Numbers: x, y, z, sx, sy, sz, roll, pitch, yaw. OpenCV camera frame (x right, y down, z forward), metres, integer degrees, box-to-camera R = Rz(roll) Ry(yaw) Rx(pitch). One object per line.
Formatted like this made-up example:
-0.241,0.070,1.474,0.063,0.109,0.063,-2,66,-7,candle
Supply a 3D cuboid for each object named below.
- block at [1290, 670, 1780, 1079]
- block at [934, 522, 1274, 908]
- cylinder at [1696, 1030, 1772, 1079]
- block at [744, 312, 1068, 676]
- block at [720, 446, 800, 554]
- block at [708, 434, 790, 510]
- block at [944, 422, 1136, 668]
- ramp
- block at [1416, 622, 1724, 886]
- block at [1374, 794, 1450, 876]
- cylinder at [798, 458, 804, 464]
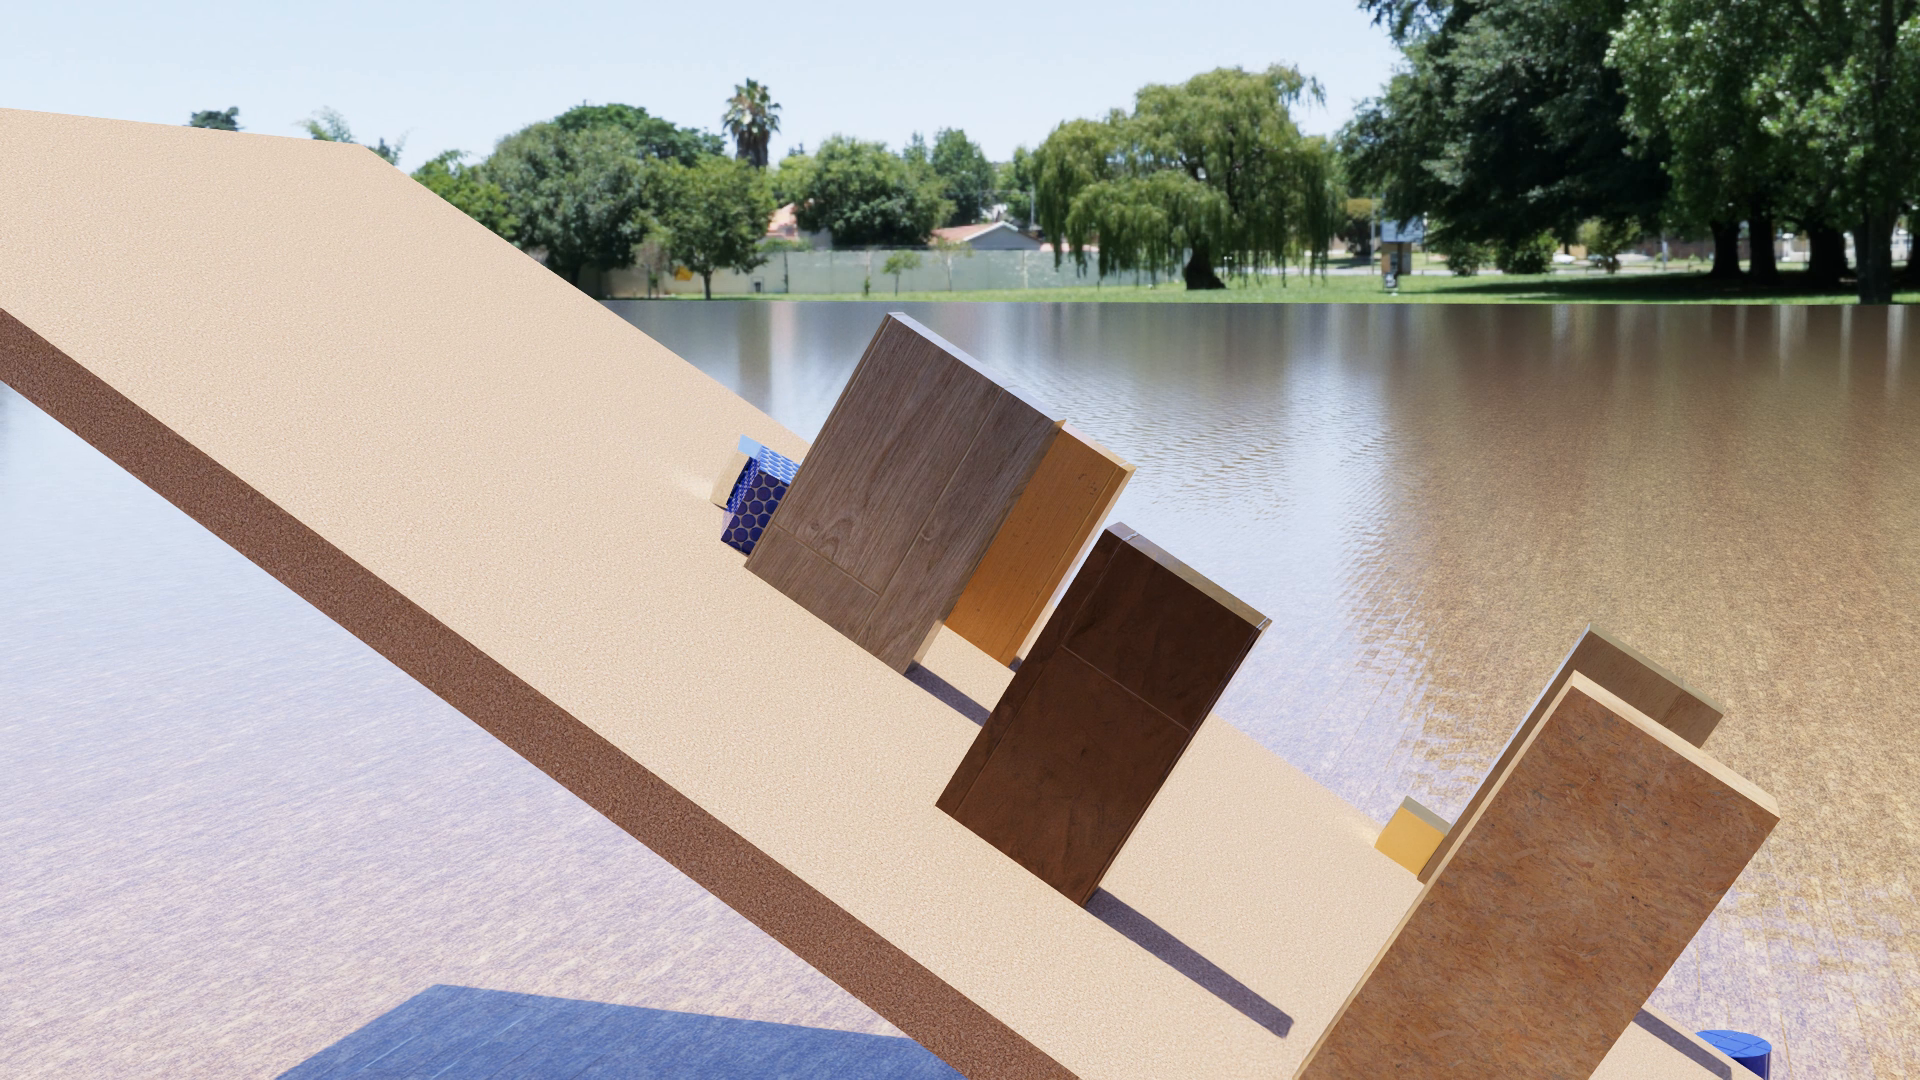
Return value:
0.810,0.606,3.182,0.327,0.776,0.125,34,15,11,block
0.229,0.282,3.560,0.294,0.547,0.107,34,15,11,block
1.686,1.185,4.823,0.170,0.170,0.170,0,7,0,cylinder
-0.107,-0.086,4.087,0.371,0.559,0.089,34,15,11,block
-0.355,-0.057,4.289,0.162,0.162,0.162,28,15,-12,block
-0.420,-0.119,4.445,0.122,0.122,0.122,28,15,-10,block
0.060,-0.054,4.473,0.407,0.475,0.083,34,15,11,block
-0.162,0.268,4.117,4.000,0.100,2.000,34,15,11,ramp
1.269,0.529,4.595,0.312,0.643,0.116,34,15,11,block
0.971,0.634,4.722,0.109,0.109,0.109,34,15,11,block
-0.271,-0.073,4.469,0.182,0.182,0.182,0,16,1,cylinder
